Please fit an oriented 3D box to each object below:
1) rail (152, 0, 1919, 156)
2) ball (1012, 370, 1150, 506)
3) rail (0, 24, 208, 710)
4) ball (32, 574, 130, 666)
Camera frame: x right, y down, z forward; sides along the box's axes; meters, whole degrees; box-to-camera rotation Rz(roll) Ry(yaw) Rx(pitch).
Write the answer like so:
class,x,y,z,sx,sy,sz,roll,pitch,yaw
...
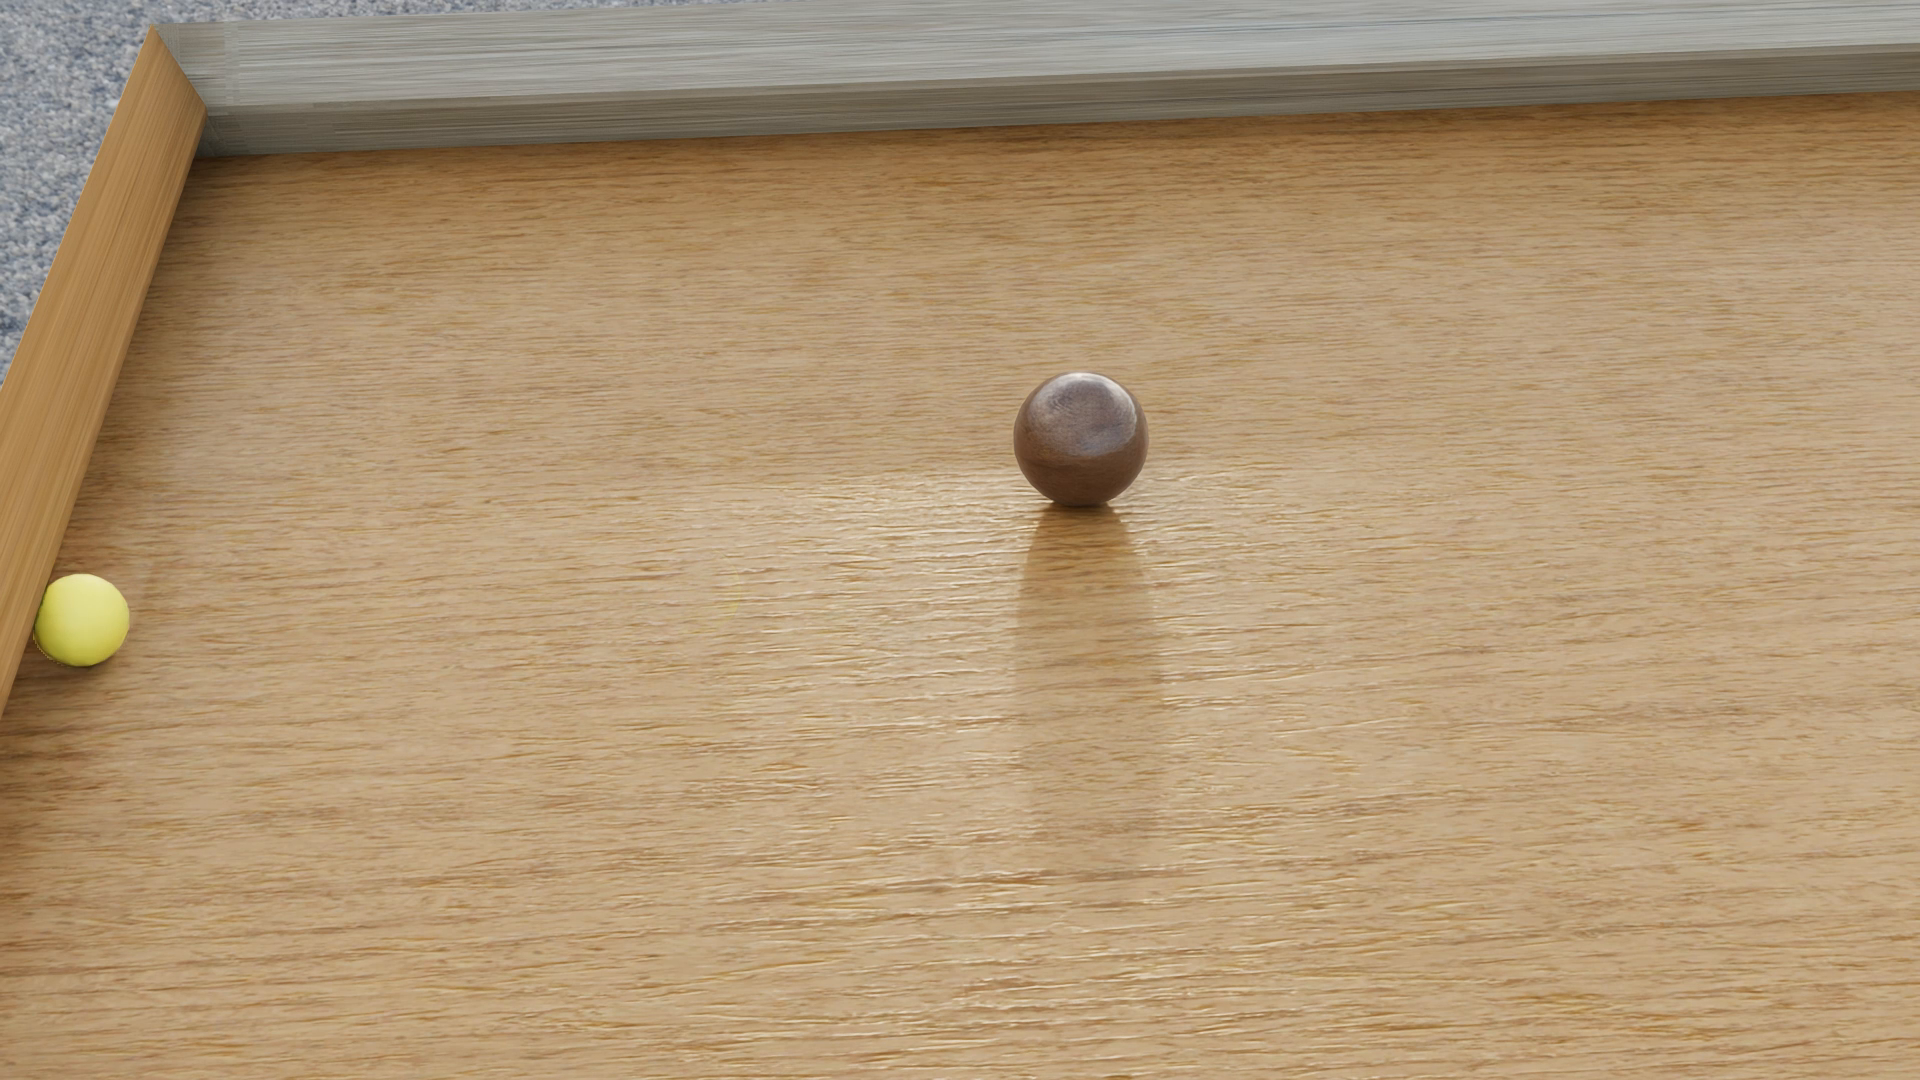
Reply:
class,x,y,z,sx,sy,sz,roll,pitch,yaw
rail,0.587,-0.450,2.349,2.594,0.127,0.045,-3,35,-4
ball,0.087,-0.073,1.844,0.098,0.098,0.098,0,35,0
rail,-0.622,0.011,1.698,0.045,0.127,1.427,-3,35,-4
ball,-0.582,0.053,1.698,0.061,0.061,0.061,0,35,0
